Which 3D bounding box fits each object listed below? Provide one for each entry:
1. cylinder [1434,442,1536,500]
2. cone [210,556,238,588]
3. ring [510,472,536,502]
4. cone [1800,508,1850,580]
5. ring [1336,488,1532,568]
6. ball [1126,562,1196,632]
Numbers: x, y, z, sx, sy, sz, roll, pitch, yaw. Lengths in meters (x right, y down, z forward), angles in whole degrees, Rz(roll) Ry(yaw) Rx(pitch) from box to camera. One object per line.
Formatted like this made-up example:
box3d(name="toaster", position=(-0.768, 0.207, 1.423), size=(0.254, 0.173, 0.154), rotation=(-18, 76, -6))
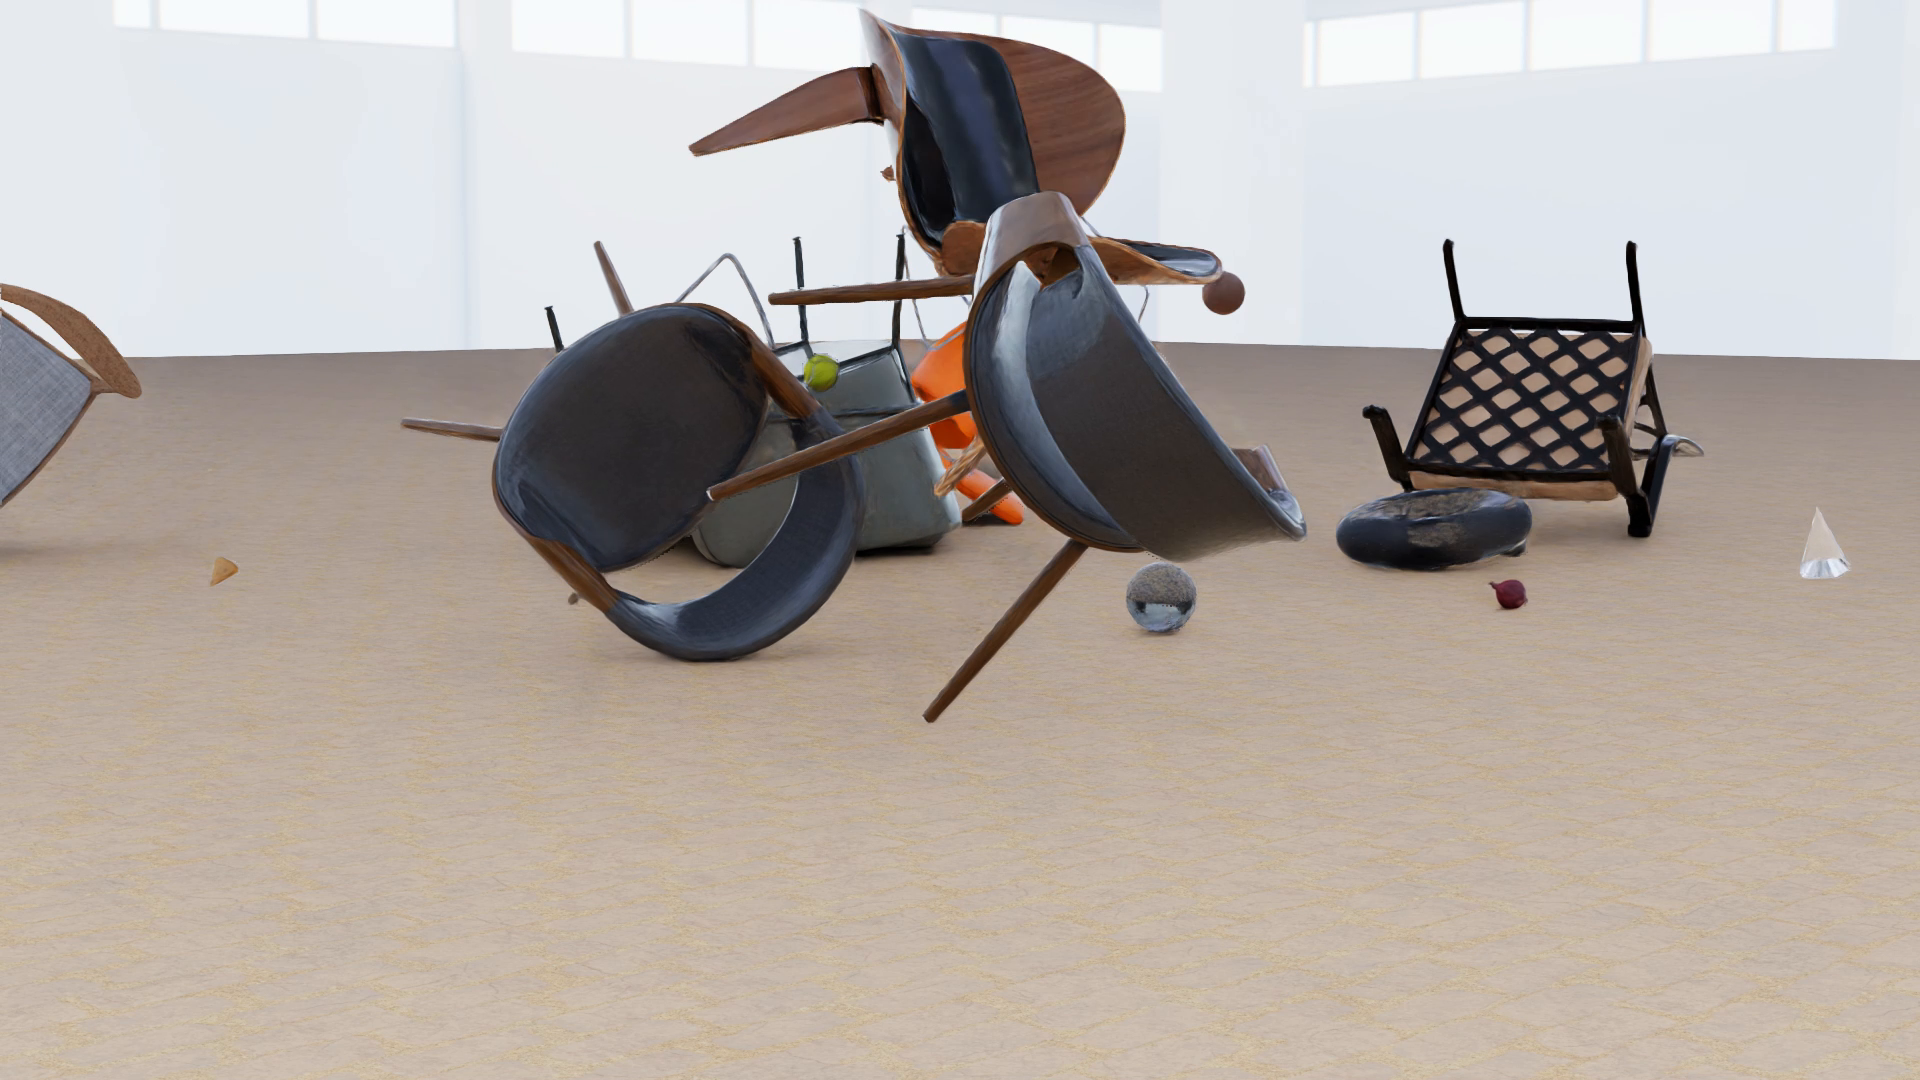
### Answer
box3d(name="cylinder", position=(1.479, -0.183, 7.231), size=(0.184, 0.164, 0.229), rotation=(7, -15, -23))
box3d(name="cone", position=(-1.574, 0.077, 5.443), size=(0.058, 0.068, 0.045), rotation=(24, -35, 4))
box3d(name="ring", position=(-1.275, -0.155, 7.470), size=(0.102, 0.091, 0.025), rotation=(7, 10, 38))
box3d(name="cone", position=(1.873, -0.006, 5.583), size=(0.105, 0.156, 0.090), rotation=(-13, -34, 28))
box3d(name="ring", position=(1.080, -0.027, 5.850), size=(0.448, 0.116, 0.279), rotation=(-7, 20, 2))
box3d(name="ball", position=(0.372, 0.106, 4.744), size=(0.131, 0.131, 0.131), rotation=(0, 6, 0))
